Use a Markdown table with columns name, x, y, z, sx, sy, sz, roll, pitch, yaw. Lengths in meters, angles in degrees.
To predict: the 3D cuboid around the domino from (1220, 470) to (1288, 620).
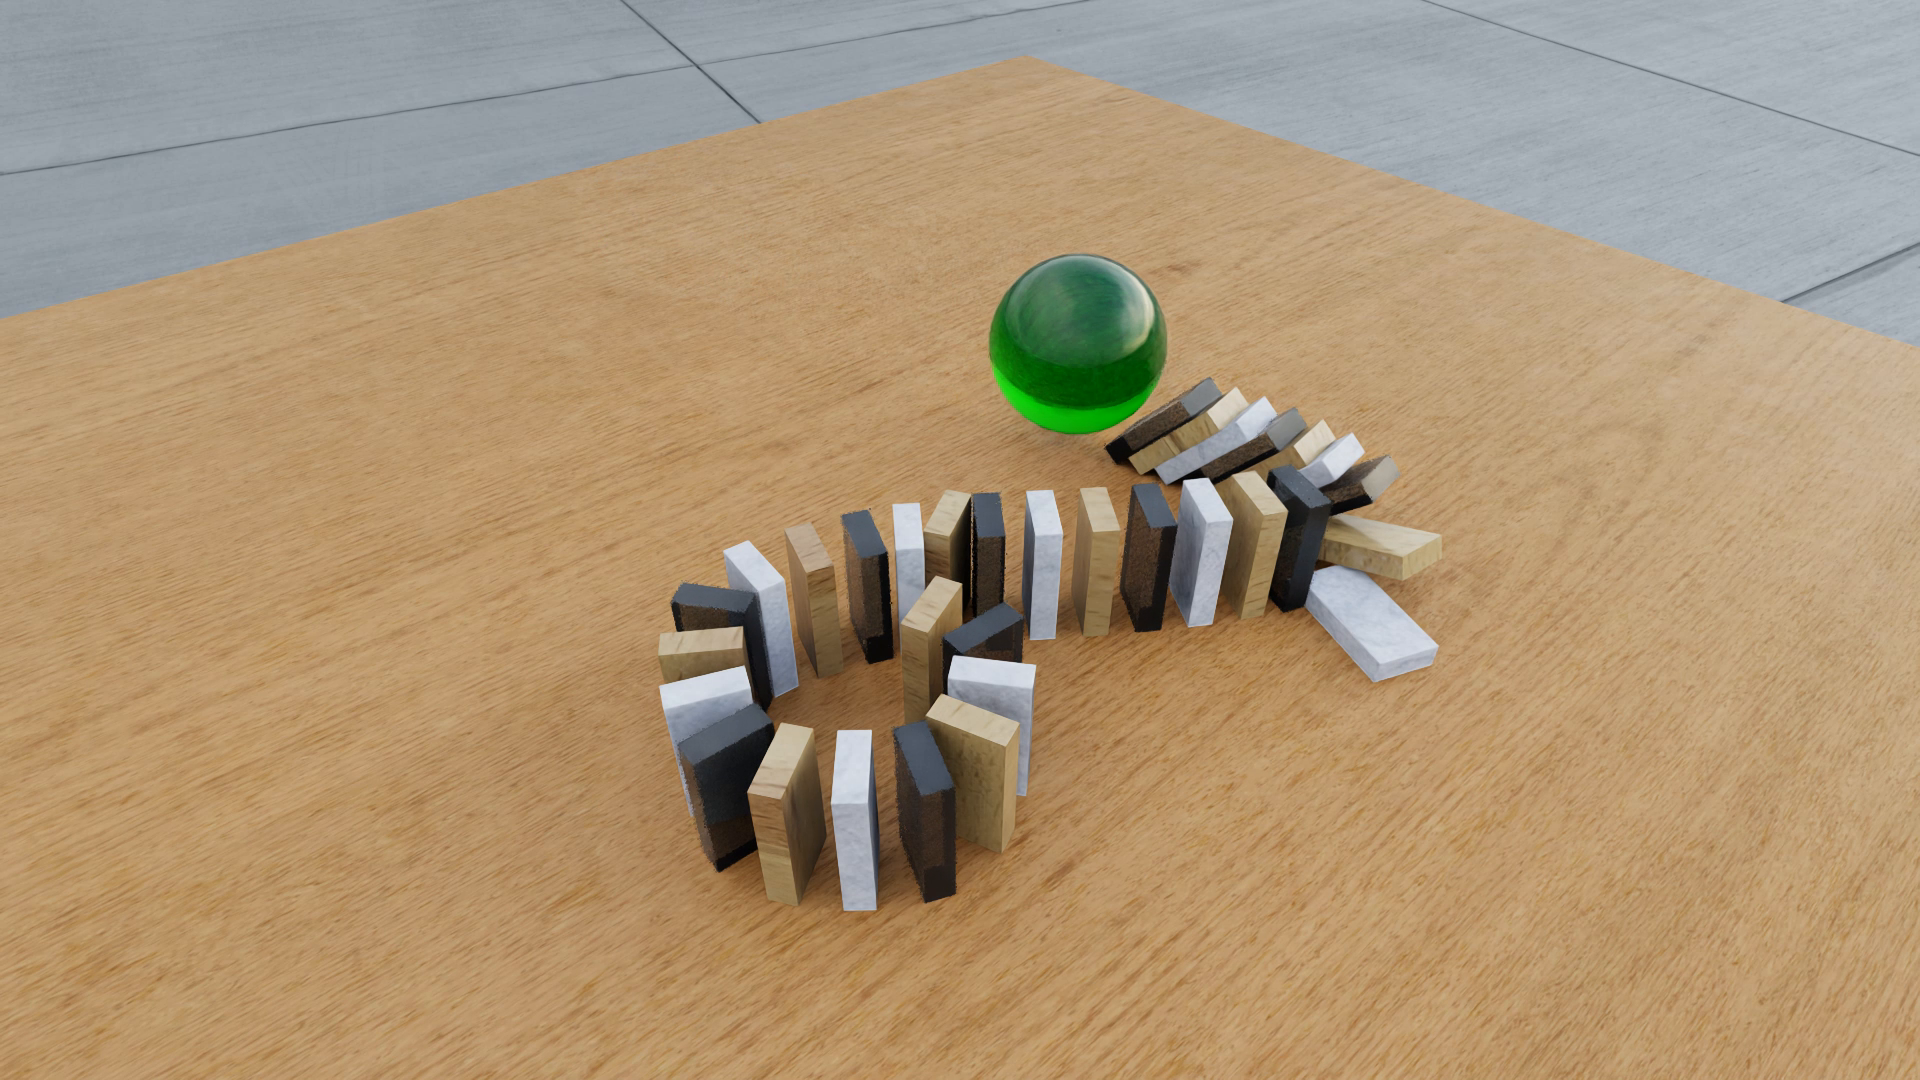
| name | x | y | z | sx | sy | sz | roll | pitch | yaw |
| --- | --- | --- | --- | --- | --- | --- | --- | --- | --- |
| domino | 0.107 | 0.002 | 0.409 | 0.009 | 0.050 | 0.025 | -10 | 40 | -12 |

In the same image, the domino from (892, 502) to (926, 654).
| name | x | y | z | sx | sy | sz | roll | pitch | yaw |
| --- | --- | --- | --- | --- | --- | --- | --- | --- | --- |
| domino | -0.018 | 0.014 | 0.394 | 0.010 | 0.050 | 0.025 | -3 | 39 | -4 |

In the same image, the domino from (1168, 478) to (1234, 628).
| name | x | y | z | sx | sy | sz | roll | pitch | yaw |
| --- | --- | --- | --- | --- | --- | --- | --- | --- | --- |
| domino | 0.088 | 0.005 | 0.405 | 0.010 | 0.050 | 0.025 | -6 | 40 | -8 |

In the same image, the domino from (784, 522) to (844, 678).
| name | x | y | z | sx | sy | sz | roll | pitch | yaw |
| --- | --- | --- | --- | --- | --- | --- | --- | --- | --- |
| domino | -0.051 | 0.022 | 0.385 | 0.010 | 0.050 | 0.025 | -16 | 42 | -18 |

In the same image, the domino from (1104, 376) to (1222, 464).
| name | x | y | z | sx | sy | sz | roll | pitch | yaw |
| --- | --- | --- | --- | --- | --- | --- | --- | --- | --- |
| domino | 0.088 | -0.052 | 0.480 | 0.025 | 0.050 | 0.010 | -38 | 94 | -37 |

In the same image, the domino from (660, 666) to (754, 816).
| name | x | y | z | sx | sy | sz | roll | pitch | yaw |
| --- | --- | --- | --- | --- | --- | --- | --- | --- | --- |
| domino | -0.074 | 0.062 | 0.336 | 0.025 | 0.050 | 0.010 | -12 | 41 | -15 |

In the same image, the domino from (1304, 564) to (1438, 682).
| name | x | y | z | sx | sy | sz | roll | pitch | yaw |
| --- | --- | --- | --- | --- | --- | --- | --- | --- | --- |
| domino | 0.149 | 0.029 | 0.408 | 0.025 | 0.009 | 0.050 | -13 | 41 | -16 |

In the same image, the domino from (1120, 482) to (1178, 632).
| name | x | y | z | sx | sy | sz | roll | pitch | yaw |
| --- | --- | --- | --- | --- | --- | --- | --- | --- | --- |
| domino | 0.068 | 0.007 | 0.403 | 0.010 | 0.050 | 0.025 | -5 | 40 | -6 |

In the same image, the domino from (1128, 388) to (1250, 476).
| name | x | y | z | sx | sy | sz | roll | pitch | yaw |
| --- | --- | --- | --- | --- | --- | --- | --- | --- | --- |
| domino | 0.098 | -0.046 | 0.473 | 0.025 | 0.050 | 0.009 | -38 | 94 | -37 |

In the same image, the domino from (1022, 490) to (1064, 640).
| name | x | y | z | sx | sy | sz | roll | pitch | yaw |
| --- | --- | --- | --- | --- | --- | --- | --- | --- | --- |
| domino | 0.029 | 0.009 | 0.400 | 0.010 | 0.050 | 0.025 | -3 | 39 | -4 |

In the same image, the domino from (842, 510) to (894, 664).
| name | x | y | z | sx | sy | sz | roll | pitch | yaw |
| --- | --- | --- | --- | --- | --- | --- | --- | --- | --- |
| domino | -0.033 | 0.017 | 0.391 | 0.010 | 0.050 | 0.025 | -13 | 41 | -15 |

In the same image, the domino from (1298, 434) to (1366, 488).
| name | x | y | z | sx | sy | sz | roll | pitch | yaw |
| --- | --- | --- | --- | --- | --- | --- | --- | --- | --- |
| domino | 0.137 | -0.025 | 0.447 | 0.025 | 0.050 | 0.010 | -36 | 93 | -35 |

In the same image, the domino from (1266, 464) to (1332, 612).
| name | x | y | z | sx | sy | sz | roll | pitch | yaw |
| --- | --- | --- | --- | --- | --- | --- | --- | --- | --- |
| domino | 0.122 | 0.000 | 0.412 | 0.009 | 0.050 | 0.025 | -14 | 41 | -17 |

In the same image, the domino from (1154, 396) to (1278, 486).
| name | x | y | z | sx | sy | sz | roll | pitch | yaw |
| --- | --- | --- | --- | --- | --- | --- | --- | --- | --- |
| domino | 0.108 | -0.042 | 0.467 | 0.025 | 0.050 | 0.010 | -38 | 94 | -37 |

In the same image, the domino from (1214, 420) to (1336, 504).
| name | x | y | z | sx | sy | sz | roll | pitch | yaw |
| --- | --- | --- | --- | --- | --- | --- | --- | --- | --- |
| domino | 0.128 | -0.031 | 0.454 | 0.025 | 0.050 | 0.010 | -36 | 93 | -36 |

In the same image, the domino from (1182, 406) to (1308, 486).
| name | x | y | z | sx | sy | sz | roll | pitch | yaw |
| --- | --- | --- | --- | --- | --- | --- | --- | --- | --- |
| domino | 0.118 | -0.037 | 0.461 | 0.025 | 0.050 | 0.009 | -37 | 94 | -37 |

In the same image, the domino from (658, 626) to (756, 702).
| name | x | y | z | sx | sy | sz | roll | pitch | yaw |
| --- | --- | --- | --- | --- | --- | --- | --- | --- | --- |
| domino | -0.079 | 0.050 | 0.350 | 0.025 | 0.050 | 0.009 | -5 | 40 | -6 |

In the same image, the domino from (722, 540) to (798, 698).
| name | x | y | z | sx | sy | sz | roll | pitch | yaw |
| --- | --- | --- | --- | --- | --- | --- | --- | --- | --- |
| domino | -0.068 | 0.028 | 0.378 | 0.009 | 0.050 | 0.025 | -25 | 45 | -27 |

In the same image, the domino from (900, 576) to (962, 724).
| name | x | y | z | sx | sy | sz | roll | pitch | yaw |
| --- | --- | --- | --- | --- | --- | --- | --- | --- | --- |
| domino | -0.009 | 0.039 | 0.363 | 0.010 | 0.050 | 0.025 | 17 | 42 | 19 |

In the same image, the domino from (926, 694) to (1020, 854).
| name | x | y | z | sx | sy | sz | roll | pitch | yaw |
| --- | --- | --- | --- | --- | --- | --- | --- | --- | --- |
| domino | 0.004 | 0.070 | 0.326 | 0.025 | 0.050 | 0.010 | 18 | 43 | 20 |

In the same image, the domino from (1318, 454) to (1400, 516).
| name | x | y | z | sx | sy | sz | roll | pitch | yaw |
| --- | --- | --- | --- | --- | --- | --- | --- | --- | --- |
| domino | 0.147 | -0.018 | 0.440 | 0.025 | 0.010 | 0.050 | -36 | 8 | -36 |

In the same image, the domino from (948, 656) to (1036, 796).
| name | x | y | z | sx | sy | sz | roll | pitch | yaw |
| --- | --- | --- | --- | --- | --- | --- | --- | --- | --- |
| domino | 0.010 | 0.058 | 0.340 | 0.025 | 0.050 | 0.009 | 6 | 40 | 7 |

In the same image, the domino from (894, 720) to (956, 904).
| name | x | y | z | sx | sy | sz | roll | pitch | yaw |
| --- | --- | --- | --- | --- | --- | --- | --- | --- | --- |
| domino | -0.010 | 0.078 | 0.316 | 0.009 | 0.050 | 0.025 | -13 | 41 | -15 |

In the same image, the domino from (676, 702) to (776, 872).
| name | x | y | z | sx | sy | sz | roll | pitch | yaw |
| --- | --- | --- | --- | --- | --- | --- | --- | --- | --- |
| domino | -0.065 | 0.073 | 0.322 | 0.025 | 0.050 | 0.010 | -27 | 46 | -29 |

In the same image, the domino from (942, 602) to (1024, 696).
| name | x | y | z | sx | sy | sz | roll | pitch | yaw |
| --- | --- | --- | --- | --- | --- | --- | --- | --- | --- |
| domino | 0.007 | 0.046 | 0.355 | 0.025 | 0.050 | 0.010 | -27 | 47 | -29 |

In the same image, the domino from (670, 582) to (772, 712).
| name | x | y | z | sx | sy | sz | roll | pitch | yaw |
| --- | --- | --- | --- | --- | --- | --- | --- | --- | --- |
| domino | -0.079 | 0.038 | 0.366 | 0.025 | 0.050 | 0.009 | 7 | 40 | 9 |

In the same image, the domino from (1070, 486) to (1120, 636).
| name | x | y | z | sx | sy | sz | roll | pitch | yaw |
| --- | --- | --- | --- | --- | --- | --- | --- | --- | --- |
| domino | 0.049 | 0.008 | 0.401 | 0.009 | 0.050 | 0.025 | -4 | 39 | -4 |

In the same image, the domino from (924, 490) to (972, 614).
| name | x | y | z | sx | sy | sz | roll | pitch | yaw |
| --- | --- | --- | --- | --- | --- | --- | --- | --- | --- |
| domino | -0.004 | 0.010 | 0.400 | 0.009 | 0.050 | 0.025 | 12 | 41 | 14 |

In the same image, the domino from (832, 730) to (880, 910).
| name | x | y | z | sx | sy | sz | roll | pitch | yaw |
| --- | --- | --- | --- | --- | --- | --- | --- | --- | --- |
| domino | -0.029 | 0.080 | 0.313 | 0.009 | 0.050 | 0.025 | -1 | 39 | -1 |

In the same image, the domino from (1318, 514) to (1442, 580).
| name | x | y | z | sx | sy | sz | roll | pitch | yaw |
| --- | --- | --- | --- | --- | --- | --- | --- | --- | --- |
| domino | 0.157 | 0.001 | 0.427 | 0.025 | 0.010 | 0.050 | -22 | 24 | -31 |

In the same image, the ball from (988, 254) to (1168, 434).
| name | x | y | z | sx | sy | sz | roll | pitch | yaw |
| --- | --- | --- | --- | --- | --- | --- | --- | --- | --- |
| ball | 0.053 | -0.088 | 0.495 | 0.080 | 0.080 | 0.080 | 0 | 39 | 0 |

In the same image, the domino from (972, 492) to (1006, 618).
| name | x | y | z | sx | sy | sz | roll | pitch | yaw |
| --- | --- | --- | --- | --- | --- | --- | --- | --- | --- |
| domino | 0.010 | 0.010 | 0.399 | 0.010 | 0.050 | 0.025 | -2 | 39 | -3 |

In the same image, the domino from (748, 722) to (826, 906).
| name | x | y | z | sx | sy | sz | roll | pitch | yaw |
| --- | --- | --- | --- | --- | --- | --- | --- | --- | --- |
| domino | -0.049 | 0.079 | 0.315 | 0.010 | 0.050 | 0.025 | 9 | 40 | 11 |
